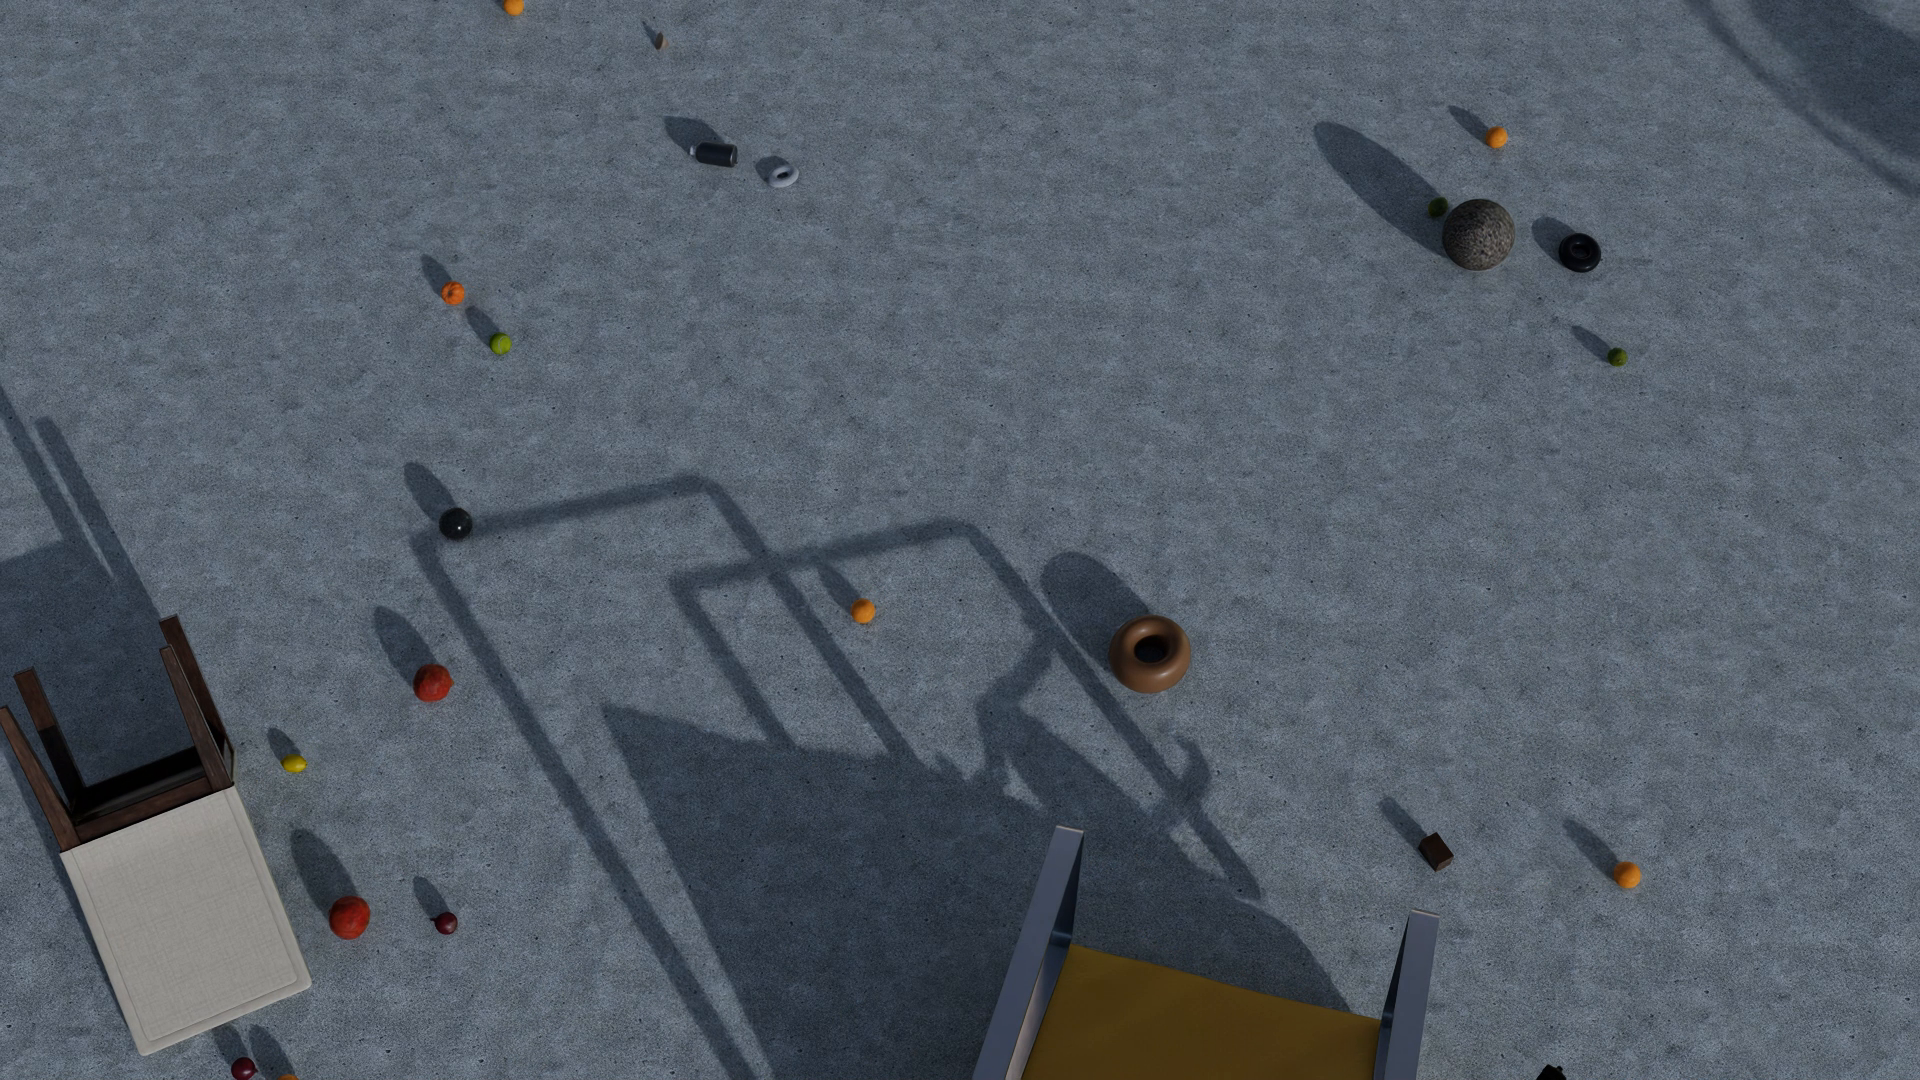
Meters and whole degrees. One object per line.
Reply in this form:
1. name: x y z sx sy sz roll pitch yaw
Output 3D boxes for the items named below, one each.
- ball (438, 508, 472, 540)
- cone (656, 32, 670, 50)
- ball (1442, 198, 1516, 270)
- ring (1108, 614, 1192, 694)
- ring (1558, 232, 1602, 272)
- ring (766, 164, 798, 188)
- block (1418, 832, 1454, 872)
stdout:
1. ball: -1.501 -0.048 6.547 0.098 0.098 0.098 0 56 0
2. cone: -1.040 -1.748 7.733 0.041 0.056 0.071 14 46 -33
3. ball: 1.672 -0.985 7.096 0.231 0.231 0.231 0 56 0
4. ring: 0.543 0.326 6.286 0.242 0.118 0.231 -40 64 -22
5. ring: 2.023 -0.937 7.175 0.137 0.047 0.157 5 57 4
6. ring: -0.594 -1.220 7.376 0.116 0.029 0.089 -30 60 -19
7. block: 1.293 0.848 5.973 0.050 0.054 0.081 -24 59 -15
